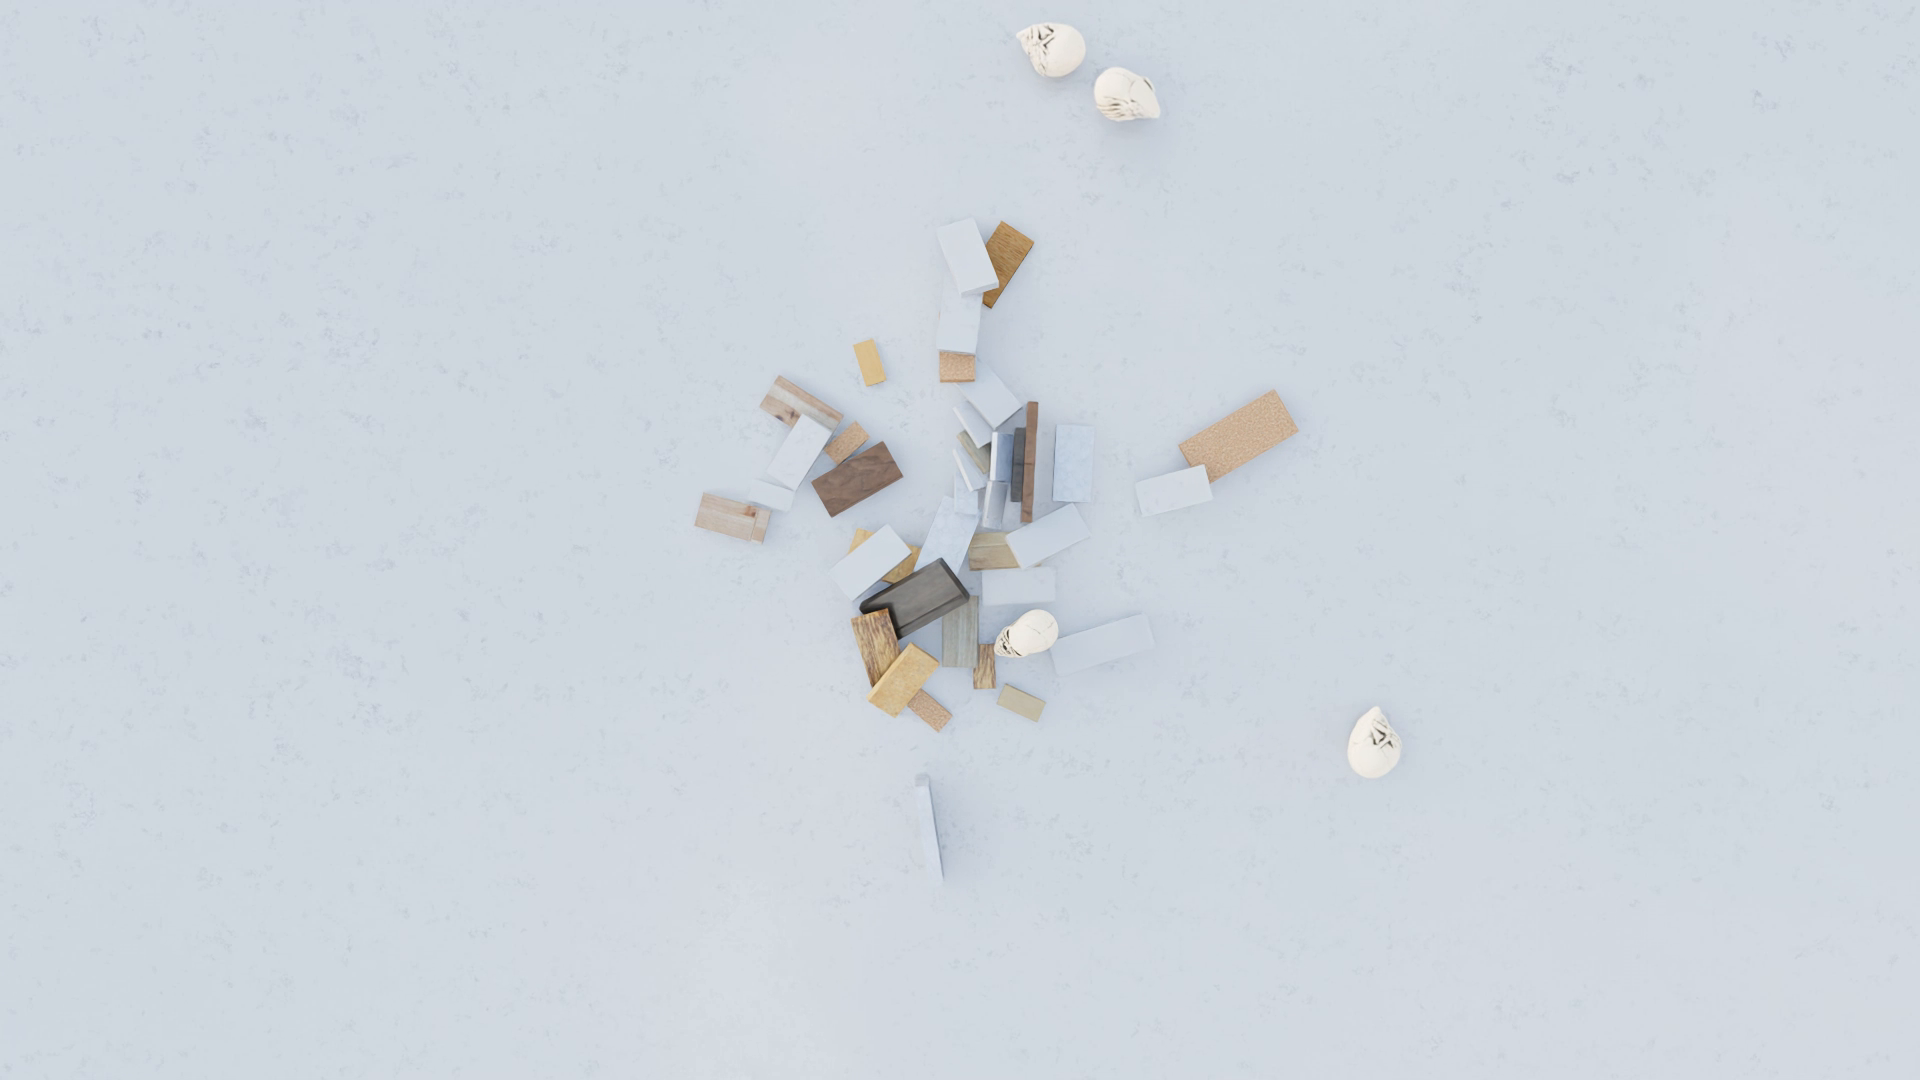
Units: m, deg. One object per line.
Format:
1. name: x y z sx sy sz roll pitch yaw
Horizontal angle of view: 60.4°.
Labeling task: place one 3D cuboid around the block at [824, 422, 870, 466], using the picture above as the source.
1. block: -0.376 -0.322 5.490 0.145 0.021 0.072 -42 90 0

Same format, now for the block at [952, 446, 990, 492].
1. block: 0.038 -0.239 5.459 0.076 0.022 0.152 -18 80 -34

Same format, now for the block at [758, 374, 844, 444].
1. block: -0.526 -0.428 5.482 0.253 0.036 0.126 32 90 0

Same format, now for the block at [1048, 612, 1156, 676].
1. block: 0.469 0.346 5.483 0.339 0.034 0.119 -17 90 0

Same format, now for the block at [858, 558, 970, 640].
1. block: -0.149 0.203 5.398 0.328 0.046 0.164 -29 109 20

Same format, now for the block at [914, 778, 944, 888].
1. block: -0.100 0.959 5.418 0.046 0.164 0.328 -9 90 0

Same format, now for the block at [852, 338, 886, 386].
1. block: -0.300 -0.590 5.490 0.072 0.021 0.145 -18 90 0

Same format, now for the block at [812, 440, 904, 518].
1. block: -0.341 -0.201 5.480 0.276 0.039 0.138 -30 90 0

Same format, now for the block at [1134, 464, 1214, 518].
1. block: 0.707 -0.163 5.456 0.238 0.034 0.119 -15 93 12

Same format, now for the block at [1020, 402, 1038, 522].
1. block: 0.228 -0.255 5.437 0.036 0.126 0.395 3 90 0

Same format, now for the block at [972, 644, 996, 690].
1. block: 0.080 0.421 5.489 0.075 0.021 0.149 -2 90 0

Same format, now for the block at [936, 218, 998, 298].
1. block: 0.024 -0.929 5.429 0.130 0.037 0.260 -17 69 -7

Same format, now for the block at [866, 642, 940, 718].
1. block: -0.188 0.463 5.445 0.119 0.034 0.239 36 97 -27

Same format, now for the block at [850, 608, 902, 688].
1. block: -0.264 0.357 5.428 0.127 0.036 0.254 -16 116 0

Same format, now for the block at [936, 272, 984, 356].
1. block: 0.003 -0.745 5.431 0.130 0.037 0.260 7 84 3

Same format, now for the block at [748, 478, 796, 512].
1. block: -0.628 -0.148 5.490 0.145 0.021 0.072 18 90 0

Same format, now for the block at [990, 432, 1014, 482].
1. block: 0.139 -0.273 5.461 0.079 0.022 0.158 6 87 -45

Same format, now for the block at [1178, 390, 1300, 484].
1. block: 0.924 -0.338 5.477 0.365 0.046 0.164 -30 90 0

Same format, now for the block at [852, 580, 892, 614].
1. block: -0.227 0.168 5.484 0.275 0.033 0.116 -9 90 0

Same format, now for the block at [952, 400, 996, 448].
1. block: 0.052 -0.389 5.465 0.079 0.022 0.158 -30 84 -27

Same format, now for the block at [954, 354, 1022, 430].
1. block: 0.086 -0.489 5.456 0.117 0.033 0.235 -39 79 -7

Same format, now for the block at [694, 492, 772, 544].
1. block: -0.754 -0.072 5.484 0.232 0.033 0.116 16 90 0

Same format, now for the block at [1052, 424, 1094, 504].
1. block: 0.376 -0.253 5.482 0.126 0.036 0.253 3 90 0

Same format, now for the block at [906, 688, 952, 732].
1. block: -0.105 0.564 5.489 0.149 0.021 0.075 41 90 0

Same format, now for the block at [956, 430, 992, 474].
1. block: 0.065 -0.303 5.470 0.079 0.022 0.158 -36 90 -31

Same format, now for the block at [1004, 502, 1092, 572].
1. block: 0.290 -0.010 5.443 0.254 0.036 0.127 -26 76 -11

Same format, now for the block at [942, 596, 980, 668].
1. block: 0.002 0.303 5.470 0.119 0.034 0.239 0 90 13

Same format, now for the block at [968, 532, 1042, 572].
1. block: 0.146 0.035 5.466 0.238 0.034 0.119 -4 73 0

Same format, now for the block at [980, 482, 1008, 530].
1. block: 0.114 -0.114 5.466 0.076 0.022 0.152 9 90 -44

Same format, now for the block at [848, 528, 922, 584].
1. block: -0.231 0.069 5.455 0.276 0.039 0.138 18 80 5

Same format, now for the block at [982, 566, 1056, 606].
1. block: 0.193 0.152 5.483 0.238 0.034 0.119 -3 90 0

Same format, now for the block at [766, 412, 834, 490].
1. block: -0.530 -0.292 5.459 0.116 0.033 0.232 33 102 0

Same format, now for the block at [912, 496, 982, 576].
1. block: -0.041 0.006 5.428 0.138 0.039 0.276 23 76 -3

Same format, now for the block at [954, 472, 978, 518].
1. block: 0.019 -0.150 5.446 0.076 0.022 0.152 8 60 -12

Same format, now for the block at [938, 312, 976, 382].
1. block: -0.010 -0.639 5.457 0.117 0.033 0.235 -1 78 1

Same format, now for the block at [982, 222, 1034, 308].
1. block: 0.121 -0.915 5.482 0.130 0.037 0.260 33 90 0

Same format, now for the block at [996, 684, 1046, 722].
1. block: 0.204 0.542 5.489 0.149 0.021 0.075 25 90 0

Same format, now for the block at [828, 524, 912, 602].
1. block: -0.295 0.076 5.418 0.254 0.036 0.127 -39 80 -6

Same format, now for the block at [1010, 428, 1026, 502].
1. block: 0.190 -0.247 5.441 0.033 0.117 0.242 3 90 0
